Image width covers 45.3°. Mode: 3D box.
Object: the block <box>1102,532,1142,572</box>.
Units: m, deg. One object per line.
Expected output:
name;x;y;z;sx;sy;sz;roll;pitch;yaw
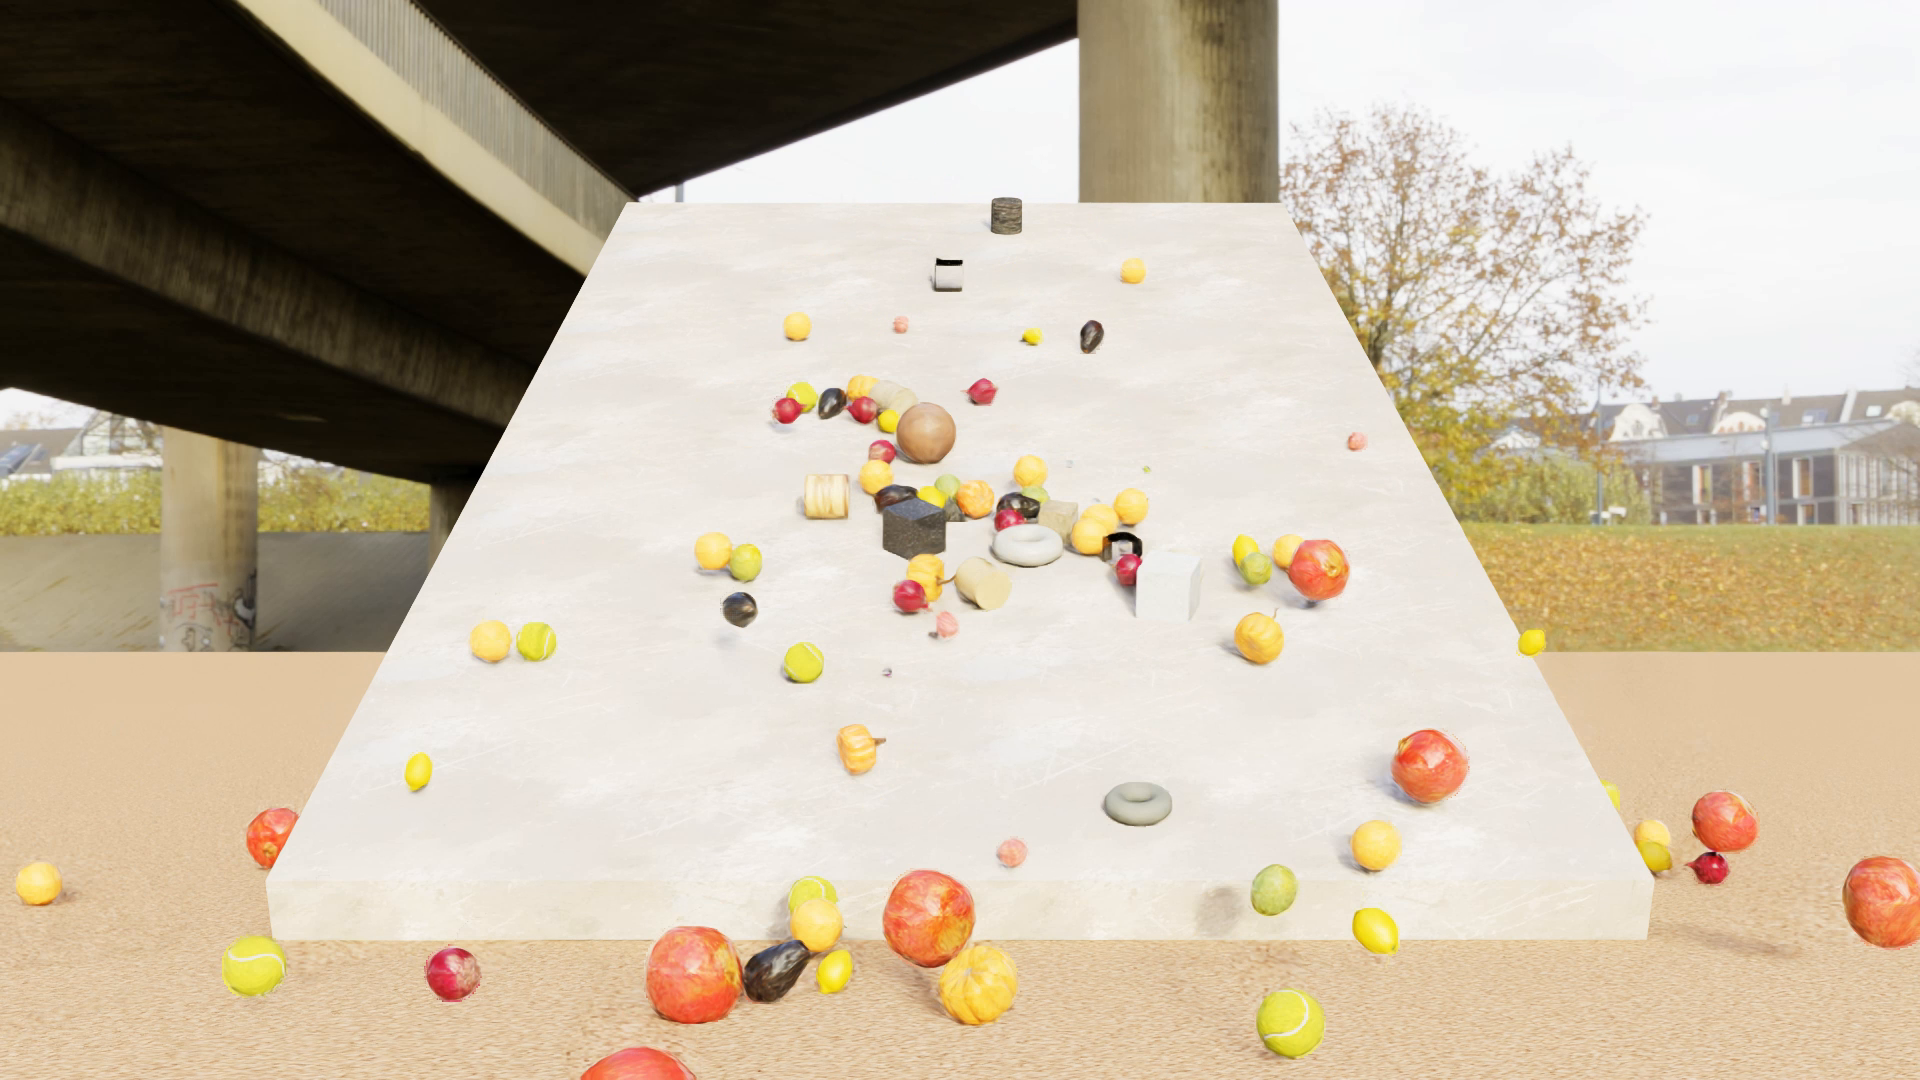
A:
block;0.309;0.021;4.388;0.053;0.053;0.053;-12;25;-26

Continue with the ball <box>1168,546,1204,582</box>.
ball;0.409;0.055;4.253;0.087;0.087;0.087;0;-3;0

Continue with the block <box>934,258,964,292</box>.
block;-0.029;-0.703;6.128;0.072;0.072;0.072;1;22;3

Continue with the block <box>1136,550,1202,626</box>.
block;0.379;0.086;4.172;0.096;0.096;0.096;7;23;17

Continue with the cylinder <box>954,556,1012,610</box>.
cylinder;0.042;0.079;4.210;0.076;0.076;0.076;2;19;-34

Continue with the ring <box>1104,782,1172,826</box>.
ring;0.271;0.399;3.491;0.104;0.035;0.104;-1;21;0

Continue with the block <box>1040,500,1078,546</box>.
block;0.193;-0.035;4.509;0.065;0.065;0.065;6;23;13

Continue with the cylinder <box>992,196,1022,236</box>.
cylinder;0.136;-0.942;6.685;0.090;0.090;0.090;0;22;0

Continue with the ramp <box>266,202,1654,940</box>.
ramp;-0.007;-0.222;5.182;2.000;0.100;4.000;0;22;0

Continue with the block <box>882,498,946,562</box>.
block;-0.088;-0.020;4.442;0.086;0.086;0.086;-19;29;-38

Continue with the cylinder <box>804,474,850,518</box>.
cylinder;-0.264;-0.087;4.598;0.087;0.087;0.087;0;-3;1

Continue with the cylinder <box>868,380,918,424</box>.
cylinder;-0.150;-0.311;5.156;0.081;0.081;0.081;2;16;-39

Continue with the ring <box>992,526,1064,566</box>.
ring;0.130;0.010;4.425;0.137;0.046;0.137;-1;23;0

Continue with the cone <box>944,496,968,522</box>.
cone;-0.008;-0.049;4.592;0.059;0.059;0.059;28;-4;-2
